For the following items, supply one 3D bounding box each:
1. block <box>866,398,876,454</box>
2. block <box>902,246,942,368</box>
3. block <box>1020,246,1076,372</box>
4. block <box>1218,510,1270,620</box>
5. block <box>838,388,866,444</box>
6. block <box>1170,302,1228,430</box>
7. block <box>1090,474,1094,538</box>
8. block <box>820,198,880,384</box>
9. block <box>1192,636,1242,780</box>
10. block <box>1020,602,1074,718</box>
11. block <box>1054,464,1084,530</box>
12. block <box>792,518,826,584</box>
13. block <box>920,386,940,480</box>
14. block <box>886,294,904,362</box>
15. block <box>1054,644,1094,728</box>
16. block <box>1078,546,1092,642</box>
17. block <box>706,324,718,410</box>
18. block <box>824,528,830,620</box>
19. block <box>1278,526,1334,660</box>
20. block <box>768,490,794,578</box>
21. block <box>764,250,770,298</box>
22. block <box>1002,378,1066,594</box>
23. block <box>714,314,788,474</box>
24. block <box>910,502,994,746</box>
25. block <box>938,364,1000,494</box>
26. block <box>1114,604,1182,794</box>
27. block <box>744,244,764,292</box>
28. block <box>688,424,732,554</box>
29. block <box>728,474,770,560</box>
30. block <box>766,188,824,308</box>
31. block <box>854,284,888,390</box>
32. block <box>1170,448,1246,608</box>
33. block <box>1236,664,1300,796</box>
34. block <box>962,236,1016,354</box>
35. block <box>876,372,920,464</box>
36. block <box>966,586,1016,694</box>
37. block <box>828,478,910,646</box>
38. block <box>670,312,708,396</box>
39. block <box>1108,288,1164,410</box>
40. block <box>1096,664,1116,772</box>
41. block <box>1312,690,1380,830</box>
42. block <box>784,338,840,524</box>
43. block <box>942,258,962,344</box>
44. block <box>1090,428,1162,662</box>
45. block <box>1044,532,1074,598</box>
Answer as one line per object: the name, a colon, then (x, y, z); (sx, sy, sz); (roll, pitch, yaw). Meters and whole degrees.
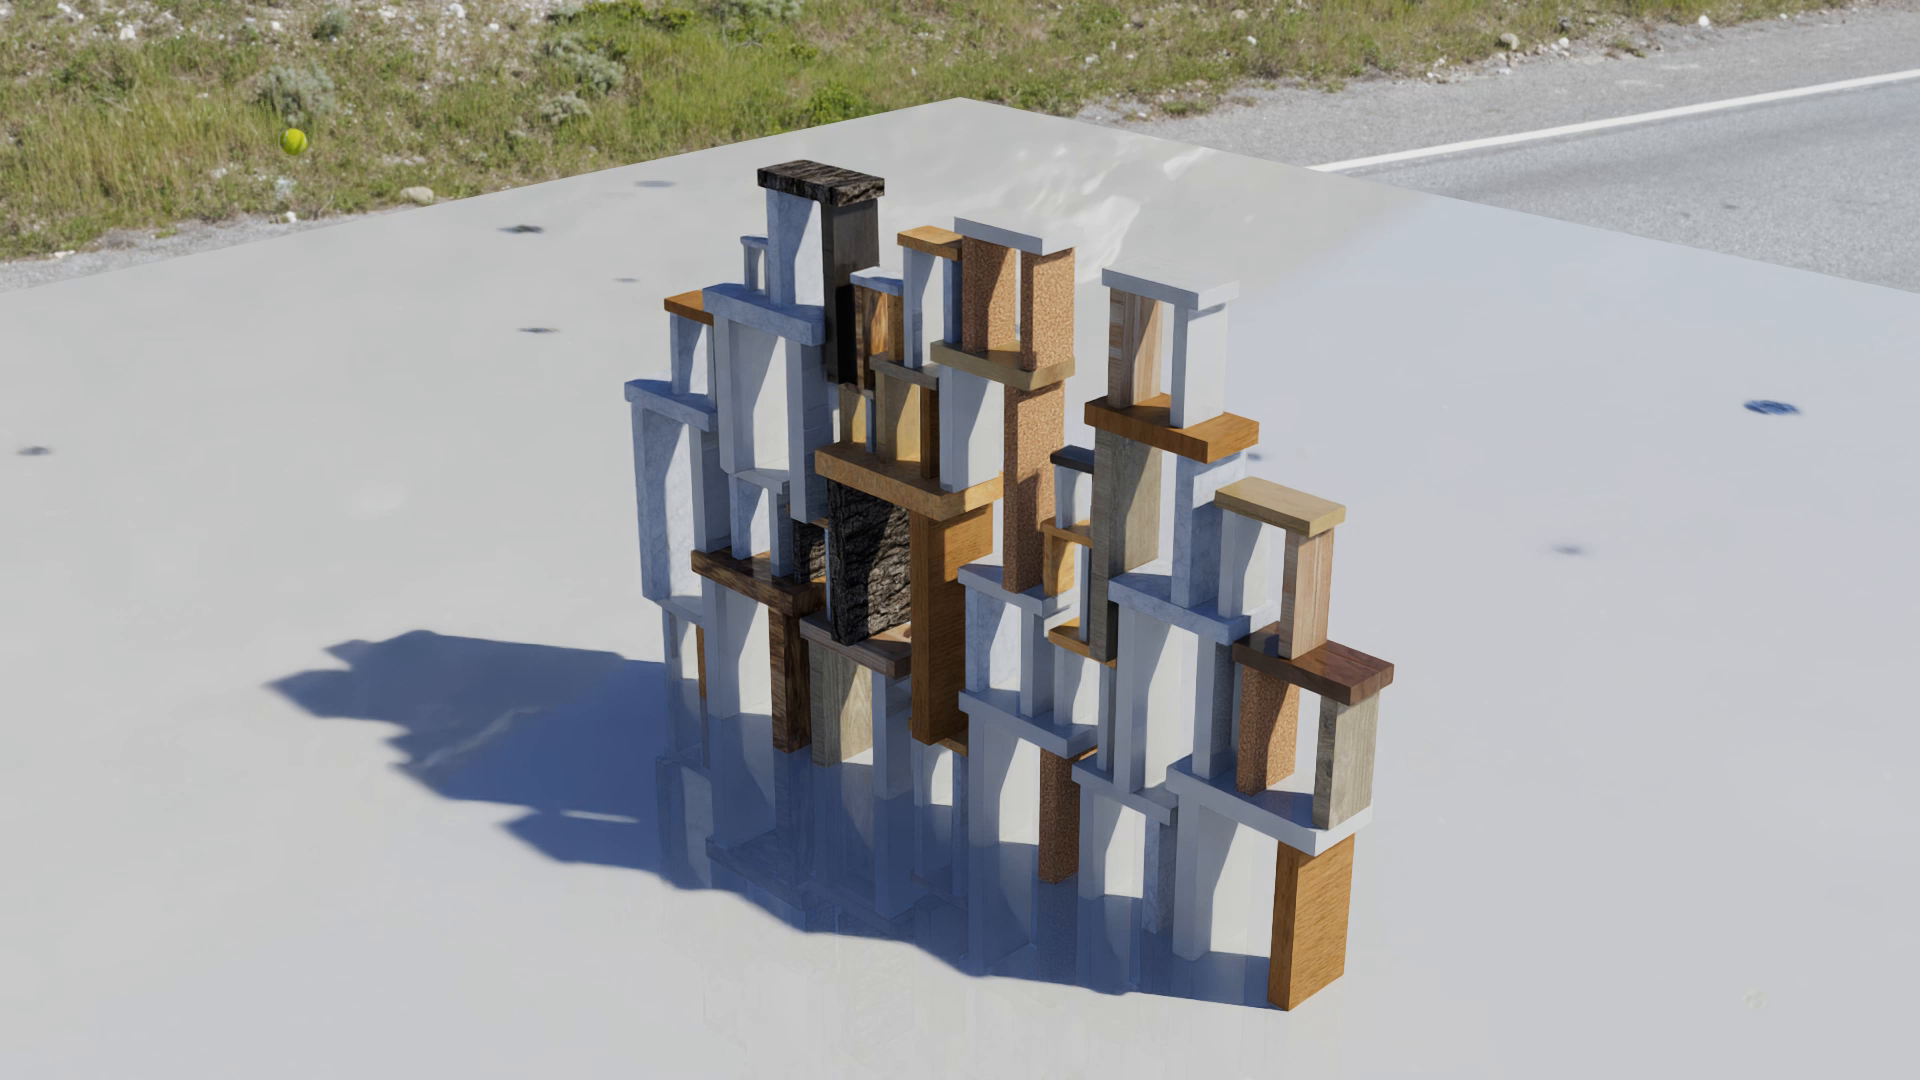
block: (-0.158, -0.232, 4.298); (0.057, 0.114, 0.016); (-21, 31, -41)
block: (-0.069, -0.442, 4.110); (0.022, 0.232, 0.079); (21, 31, 40)
block: (0.154, -0.415, 3.880); (0.030, 0.214, 0.107); (21, 31, 40)
block: (0.481, 0.028, 3.713); (0.097, 0.194, 0.028); (-21, 31, -41)
block: (-0.212, -0.253, 4.348); (0.057, 0.114, 0.016); (-22, 31, -40)
block: (0.399, -0.299, 3.668); (0.105, 0.210, 0.030); (-21, 31, -41)
block: (0.259, -0.066, 3.921); (0.017, 0.121, 0.061); (20, 30, 36)
block: (-0.209, -0.487, 4.254); (0.033, 0.357, 0.117); (21, 31, 40)
block: (0.467, 0.271, 3.828); (0.038, 0.268, 0.134); (21, 31, 41)
block: (0.163, 0.216, 4.143); (0.031, 0.219, 0.109); (21, 31, 41)
block: (0.197, -0.086, 3.967); (0.017, 0.121, 0.061); (17, 29, 40)
block: (-0.311, 0.010, 4.570); (0.076, 0.151, 0.021); (-21, 31, -40)
block: (-0.034, -0.214, 4.170); (0.091, 0.182, 0.026); (-21, 31, -40)
block: (-0.107, -0.409, 4.164); (0.018, 0.131, 0.065); (21, 31, 41)
block: (0.213, 0.260, 4.109); (0.082, 0.165, 0.023); (-21, 31, -41)
block: (0.247, 0.089, 4.000); (0.018, 0.189, 0.063); (21, 31, 40)
block: (-0.486, -0.372, 4.596); (0.026, 0.181, 0.090); (24, 33, 39)
block: (-0.240, 0.063, 4.515); (0.076, 0.206, 0.021); (-21, 31, -41)
block: (0.573, 0.078, 3.634); (0.028, 0.225, 0.097); (21, 31, 41)
block: (-0.353, -0.026, 4.604); (0.027, 0.192, 0.096); (21, 31, 41)
block: (-0.368, -0.536, 4.393); (0.047, 0.094, 0.013); (-21, 31, -40)
block: (0.135, -0.106, 4.030); (0.035, 0.401, 0.123); (21, 31, 41)
block: (-0.424, -0.320, 4.553); (0.047, 0.334, 0.167); (21, 31, 41)
block: (-0.015, 0.149, 4.298); (0.176, 0.488, 0.050); (-21, 31, -40)
block: (0.018, -0.222, 4.107); (0.123, 0.247, 0.035); (-21, 31, -40)
block: (0.340, 0.268, 3.964); (0.134, 0.368, 0.038); (-21, 31, -41)
block: (-0.413, -0.553, 4.435); (0.047, 0.095, 0.013); (-21, 31, -40)
block: (-0.508, -0.126, 4.720); (0.040, 0.285, 0.143); (21, 31, 41)
block: (-0.444, -0.061, 4.687); (0.027, 0.192, 0.096); (21, 31, 41)
block: (-0.322, -0.586, 4.331); (0.117, 0.235, 0.033); (-21, 31, -41)
block: (-0.169, -0.398, 4.235); (0.065, 0.208, 0.018); (-21, 30, -39)
block: (0.423, -0.031, 3.752); (0.039, 0.273, 0.136); (21, 31, 41)
block: (0.531, 0.308, 3.776); (0.034, 0.241, 0.121); (21, 31, 41)
block: (0.053, -0.454, 3.973); (0.030, 0.214, 0.107); (21, 31, 41)
block: (-0.120, -0.248, 4.249); (0.091, 0.182, 0.026); (-21, 31, -41)
block: (0.060, 0.176, 4.238); (0.109, 0.219, 0.031); (-21, 31, -41)
block: (-0.181, 0.022, 4.425); (0.050, 0.352, 0.176); (21, 31, 41)
block: (-0.572, -0.405, 4.675); (0.026, 0.181, 0.090); (24, 33, 39)
block: (0.300, -0.338, 3.759); (0.105, 0.210, 0.030); (-21, 31, -41)
block: (0.291, 0.314, 4.049); (0.023, 0.217, 0.082); (21, 31, 41)
block: (0.645, 0.353, 3.671); (0.034, 0.241, 0.121); (21, 31, 41)
block: (-0.267, -0.237, 4.417); (0.167, 0.380, 0.047); (-21, 31, -40)
block: (0.005, -0.446, 4.026); (0.022, 0.158, 0.079); (21, 31, 40)
block: (0.295, -0.006, 3.903); (0.136, 0.438, 0.039); (-21, 31, -41)
block: (0.183, 0.036, 4.046); (0.018, 0.127, 0.063); (22, 32, 40)
